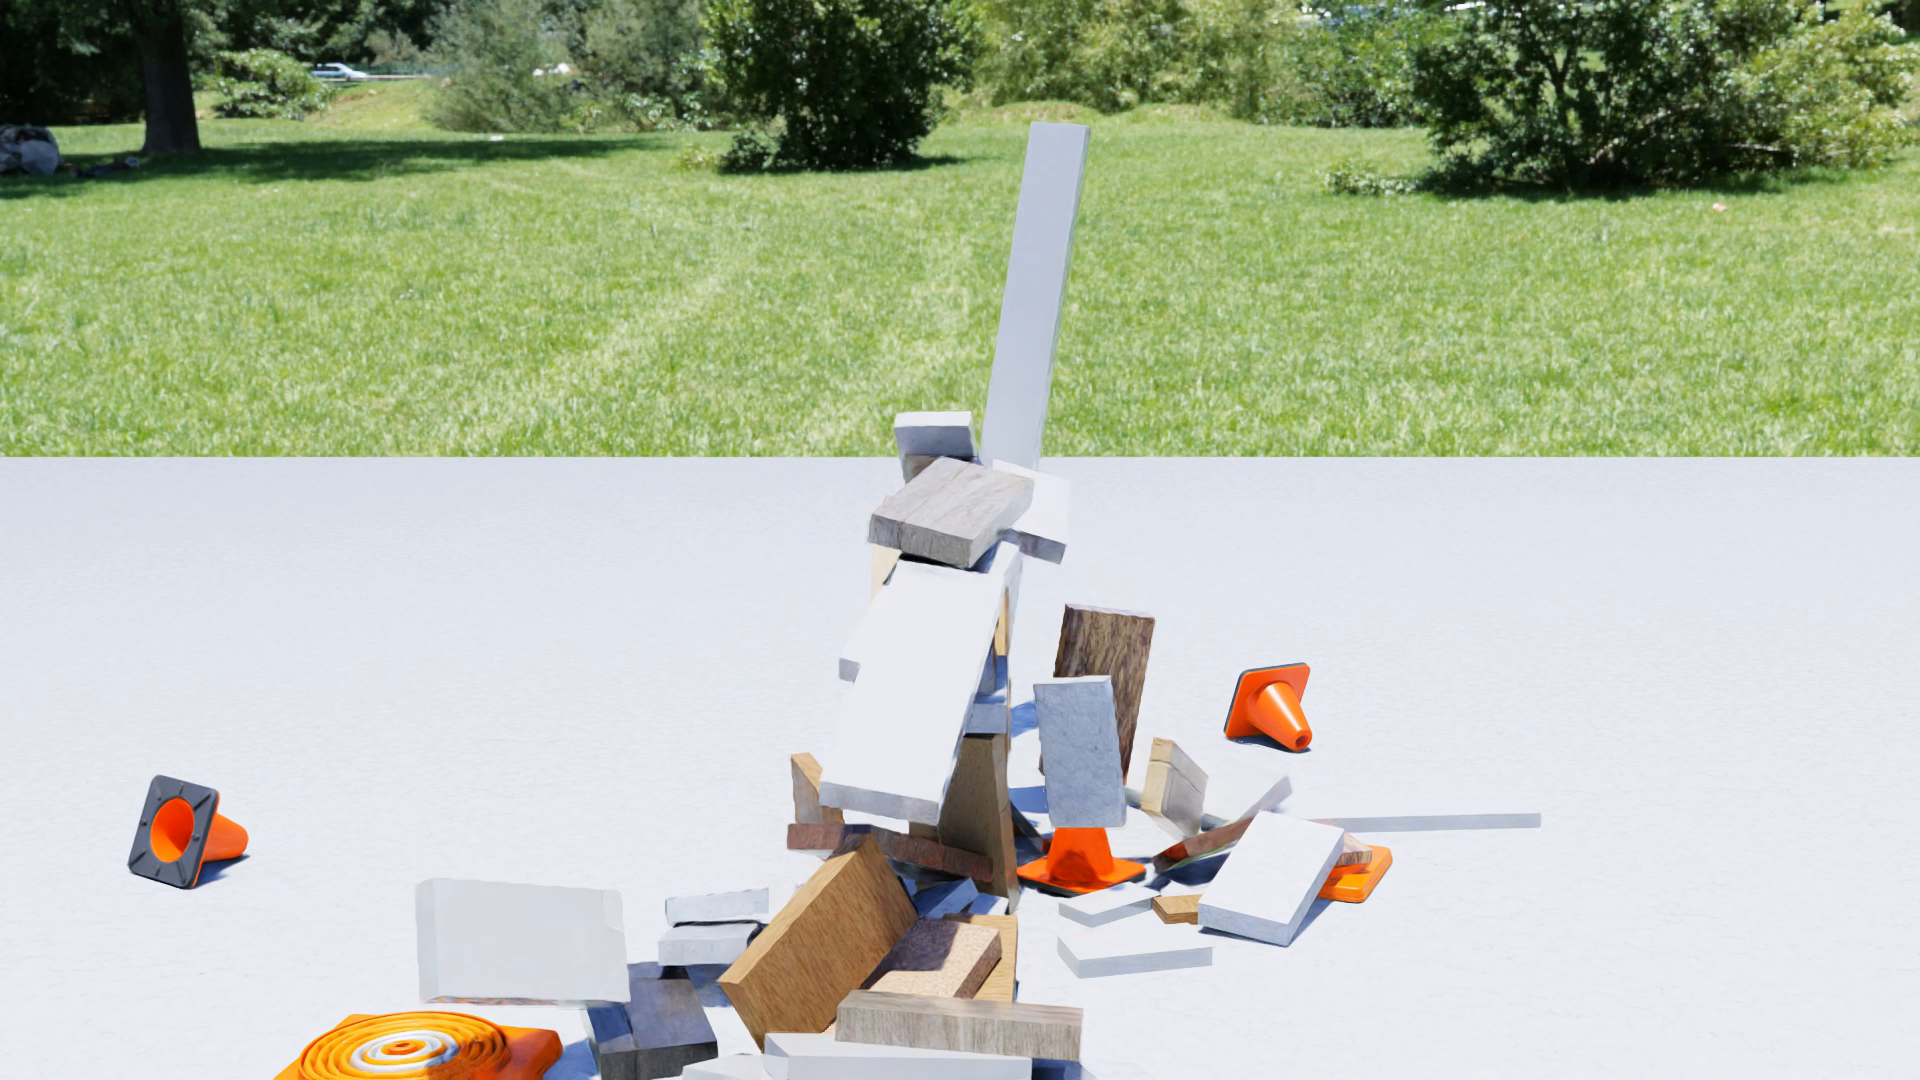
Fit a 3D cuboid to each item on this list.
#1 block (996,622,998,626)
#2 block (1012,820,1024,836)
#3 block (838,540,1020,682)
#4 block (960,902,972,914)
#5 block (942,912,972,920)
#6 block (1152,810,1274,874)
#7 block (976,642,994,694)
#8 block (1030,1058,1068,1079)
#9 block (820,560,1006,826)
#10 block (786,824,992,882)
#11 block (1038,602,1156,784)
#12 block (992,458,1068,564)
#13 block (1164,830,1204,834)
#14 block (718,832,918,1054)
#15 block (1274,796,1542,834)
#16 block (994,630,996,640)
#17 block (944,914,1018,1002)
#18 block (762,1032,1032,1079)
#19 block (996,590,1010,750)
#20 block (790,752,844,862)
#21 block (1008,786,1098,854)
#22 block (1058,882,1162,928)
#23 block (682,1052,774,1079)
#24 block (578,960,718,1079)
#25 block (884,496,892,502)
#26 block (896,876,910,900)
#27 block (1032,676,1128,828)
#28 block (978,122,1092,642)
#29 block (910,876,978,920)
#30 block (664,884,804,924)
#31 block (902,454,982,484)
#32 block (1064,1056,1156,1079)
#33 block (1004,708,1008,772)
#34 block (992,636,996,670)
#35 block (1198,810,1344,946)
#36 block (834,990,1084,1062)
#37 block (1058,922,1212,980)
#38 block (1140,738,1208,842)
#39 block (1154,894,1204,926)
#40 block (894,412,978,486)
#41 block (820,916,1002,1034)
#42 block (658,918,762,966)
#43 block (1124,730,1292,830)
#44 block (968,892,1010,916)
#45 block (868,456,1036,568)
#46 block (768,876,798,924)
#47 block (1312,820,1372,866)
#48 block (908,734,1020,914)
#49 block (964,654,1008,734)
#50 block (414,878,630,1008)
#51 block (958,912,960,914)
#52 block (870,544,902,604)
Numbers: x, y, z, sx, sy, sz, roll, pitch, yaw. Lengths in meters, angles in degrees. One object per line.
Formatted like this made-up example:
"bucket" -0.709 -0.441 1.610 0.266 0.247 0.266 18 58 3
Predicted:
"block" -0.020 0.120 4.240 0.174 0.049 0.347 0 5 -2
"block" 0.115 0.508 3.973 0.261 0.048 0.014 -6 30 -30
"block" -0.045 0.111 3.448 0.169 0.048 0.338 15 44 16
"block" 0.020 0.600 3.413 0.052 0.015 0.104 12 26 9
"block" 0.005 0.628 3.245 0.110 0.031 0.220 3 24 14
"block" 0.439 0.519 3.785 0.205 0.029 0.103 -13 -17 -33
"block" 0.004 0.185 3.540 0.095 0.027 0.189 -1 30 -1
"block" 0.132 0.726 2.853 0.107 0.030 0.466 -3 11 -16
"block" -0.063 0.214 3.234 0.169 0.048 0.497 9 39 7
"block" -0.101 0.481 3.367 0.137 0.039 0.418 -3 -15 26
"block" 0.231 0.262 3.740 0.148 0.295 0.042 7 11 -11
"block" 0.117 -0.053 3.890 0.143 0.041 0.286 16 24 -4
"block" 0.401 0.525 3.984 0.048 0.014 0.095 -3 11 -17
"block" -0.190 0.561 3.028 0.043 0.153 0.305 -4 32 44
"block" 0.810 0.506 4.042 0.493 0.029 0.103 -1 11 -5
"block" -0.007 0.186 4.092 0.146 0.041 0.292 0 8 1
"block" 0.025 0.620 3.174 0.110 0.031 0.220 -2 26 5
"block" -0.082 0.671 2.818 0.314 0.044 0.157 5 -3 -15
"block" 0.012 0.258 4.492 0.174 0.347 0.049 -3 -14 11
"block" -0.253 0.477 3.919 0.037 0.130 0.259 -7 12 -15
"block" 0.155 0.494 3.901 0.103 0.029 0.205 -2 19 -21
"block" 0.245 0.594 3.586 0.157 0.022 0.078 -8 13 -38
"block" -0.193 0.708 2.810 0.292 0.041 0.146 4 -3 26
"block" -0.446 0.674 3.096 0.157 0.044 0.314 -3 11 -16
"block" -0.037 0.000 4.241 0.174 0.049 0.347 0 -19 7
"block" -0.153 0.590 3.356 0.137 0.039 0.274 -24 5 4
"block" 0.197 0.348 3.598 0.123 0.246 0.035 -4 10 19
"block" 0.111 -0.227 4.588 0.123 1.303 0.035 8 -3 22
"block" -0.073 0.590 3.385 0.110 0.031 0.220 -21 6 35
"block" -0.329 0.567 3.443 0.259 0.037 0.130 -5 -8 -9
"block" -0.012 -0.082 4.013 0.143 0.041 0.286 2 23 -11
"block" 0.234 0.716 2.780 0.107 0.030 0.214 14 6 -32
"block" -0.003 0.412 3.728 0.163 0.327 0.046 0 14 -1
"block" 0.003 0.178 3.742 0.112 0.032 0.223 0 11 0
"block" 0.508 0.545 3.571 0.148 0.042 0.295 10 28 24
"block" 0.003 0.636 2.890 0.314 0.044 0.157 4 -3 5
"block" 0.268 0.629 3.374 0.214 0.030 0.107 -3 11 -15
"block" 0.369 0.432 3.769 0.035 0.123 0.246 5 -18 23
"block" 0.400 0.598 3.566 0.157 0.022 0.078 -2 11 -12
"block" -0.033 -0.123 4.220 0.143 0.286 0.041 -1 43 10
"block" -0.068 0.636 3.078 0.146 0.041 0.292 5 29 26
"block" -0.373 0.604 3.307 0.130 0.037 0.259 -2 -4 -1
"block" 0.426 0.455 4.118 0.148 0.042 0.388 -37 30 -29
"block" 0.043 0.575 3.414 0.052 0.015 0.104 11 10 6
"block" -0.009 -0.050 3.570 0.169 0.048 0.337 15 22 14
"block" -0.250 0.603 3.212 0.039 0.137 0.274 -9 11 -3
"block" 0.629 0.516 3.748 0.078 0.022 0.157 -2 13 -19
"block" -0.001 0.446 3.545 0.163 0.327 0.046 4 26 23
"block" -0.005 0.248 3.586 0.163 0.046 0.327 0 11 2
"block" -0.576 0.536 2.912 0.043 0.153 0.305 -25 -26 37
"block" -0.019 0.588 3.504 0.047 0.013 0.094 -5 4 -20
"block" -0.081 0.060 3.576 0.124 0.035 0.248 -4 42 4
